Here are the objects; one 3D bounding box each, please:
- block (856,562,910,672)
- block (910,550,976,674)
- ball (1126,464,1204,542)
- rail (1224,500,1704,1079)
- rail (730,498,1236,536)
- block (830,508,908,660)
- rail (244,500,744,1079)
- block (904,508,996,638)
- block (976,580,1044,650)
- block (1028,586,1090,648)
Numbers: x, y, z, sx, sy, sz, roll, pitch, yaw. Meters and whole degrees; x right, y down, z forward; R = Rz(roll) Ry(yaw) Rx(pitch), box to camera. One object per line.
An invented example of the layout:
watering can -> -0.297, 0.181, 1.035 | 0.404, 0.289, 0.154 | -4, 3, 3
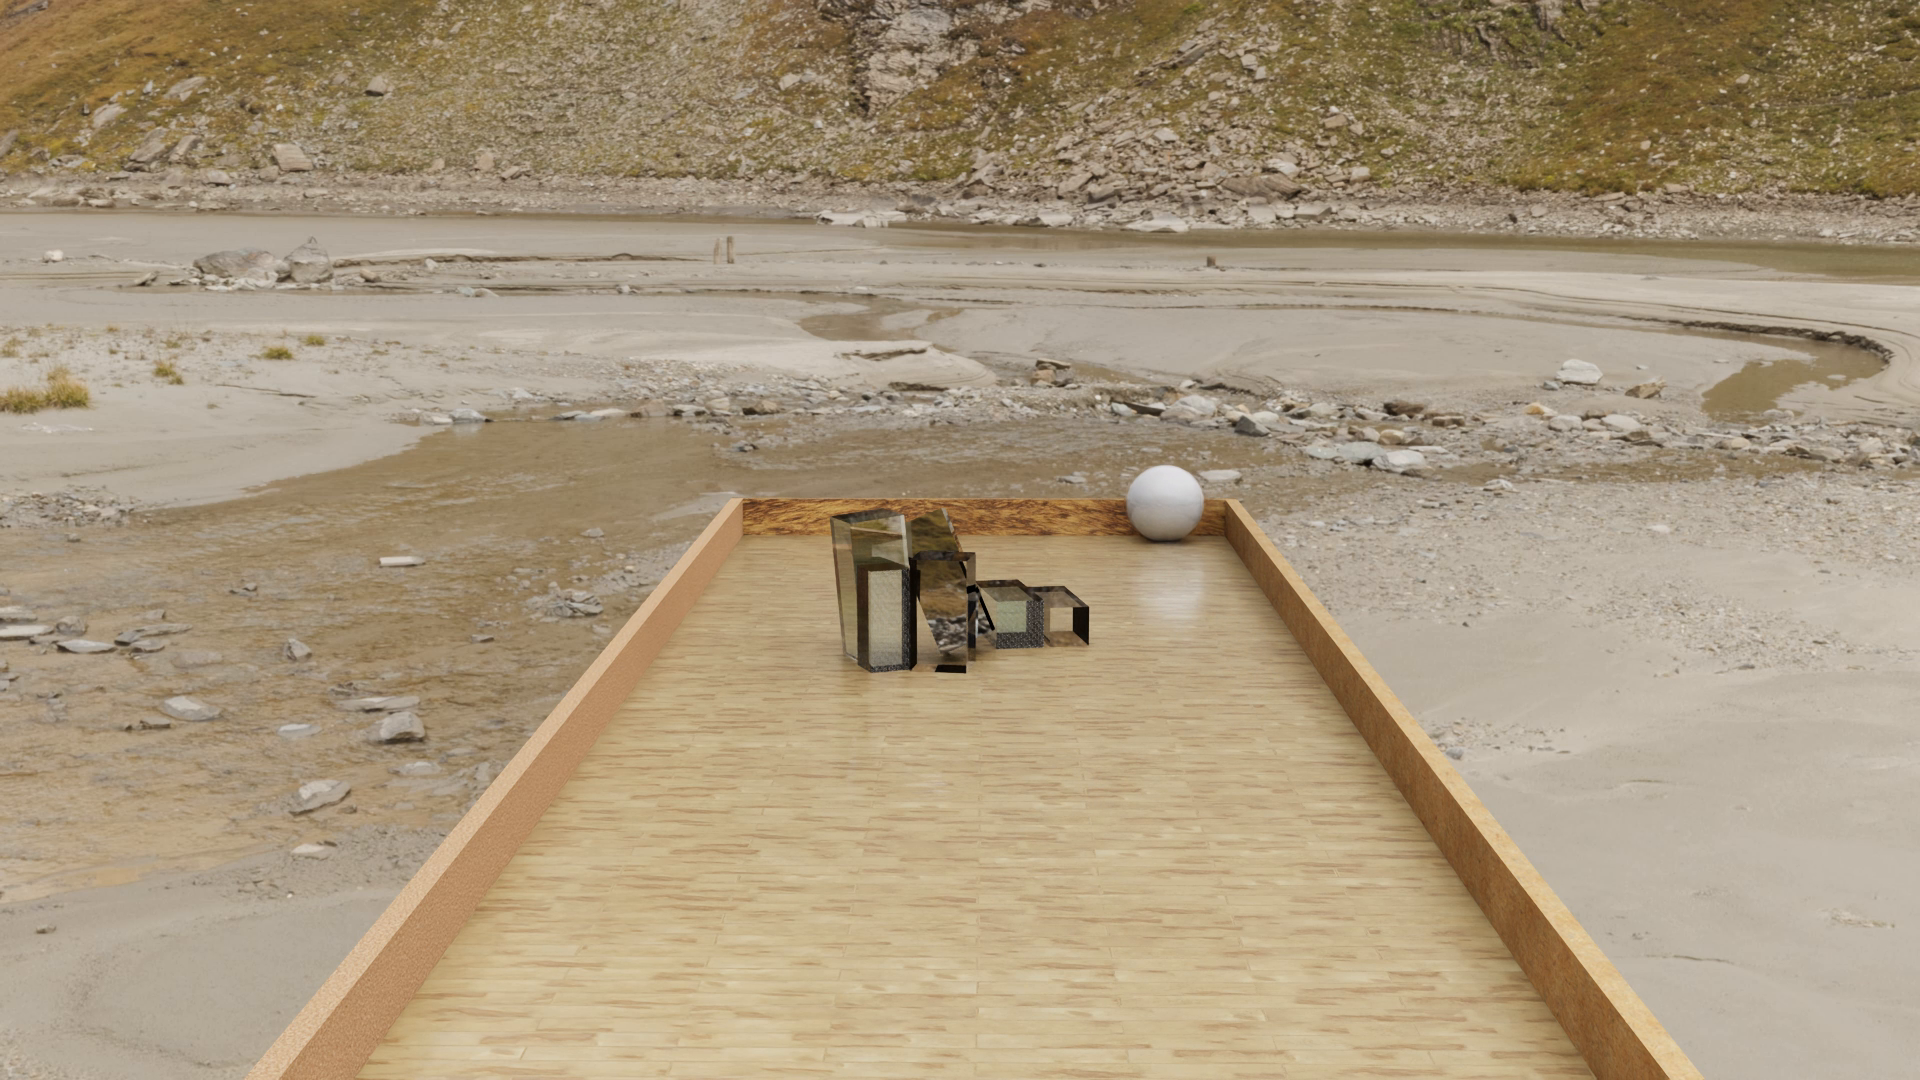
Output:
block -> -0.227, 0.231, 6.579 | 0.127, 0.305, 0.127 | -4, 10, -21
block -> -0.050, 0.214, 6.585 | 0.170, 0.337, 0.170 | 2, 9, 10
ball -> 0.836, -0.149, 8.945 | 0.314, 0.314, 0.314 | 0, 9, 0
rail -> 1.046, 0.843, 3.208 | 0.050, 0.150, 12.000 | 0, 9, 1
rail -> 0.099, -0.098, 9.147 | 2.100, 0.150, 0.050 | 0, 9, 1
block -> -0.265, 0.137, 6.719 | 0.176, 0.430, 0.176 | -9, 11, -22
rail -> -1.004, 0.839, 3.234 | 0.050, 0.150, 12.000 | 0, 9, 1
block -> -0.046, 0.120, 6.798 | 0.158, 0.407, 0.158 | -23, -2, 4
block -> 0.152, 0.235, 7.045 | 0.151, 0.151, 0.381 | -2, 9, -11
block -> 0.313, 0.243, 7.075 | 0.125, 0.125, 0.378 | -1, 9, -9
